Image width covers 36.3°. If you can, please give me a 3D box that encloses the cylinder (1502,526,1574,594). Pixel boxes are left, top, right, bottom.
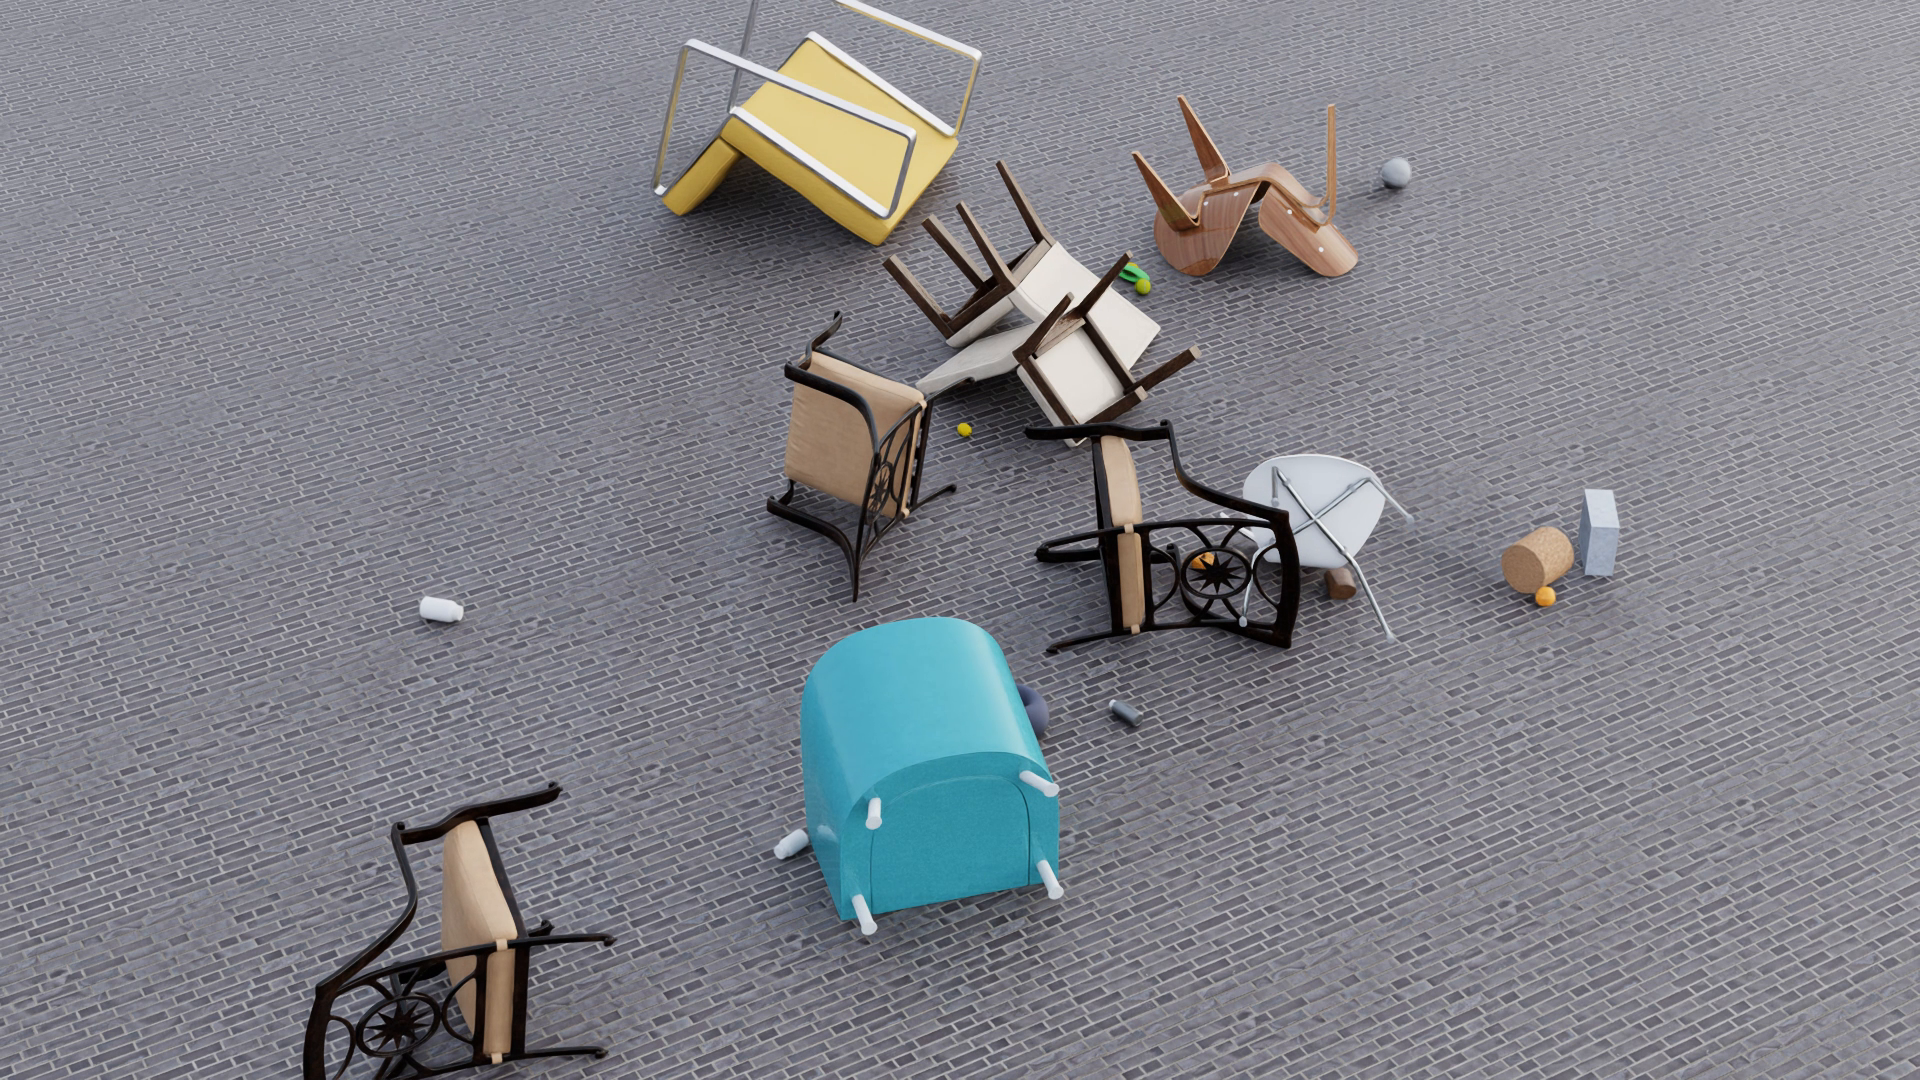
[{"bbox_3d":[2.098,0.072,10.653,0.177,0.199,0.189,-28,70,-36],"label":"cylinder"}]

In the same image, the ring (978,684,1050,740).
[{"bbox_3d":[0.183,0.581,9.948,0.261,0.129,0.192,19,40,30],"label":"ring"}]

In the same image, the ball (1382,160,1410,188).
[{"bbox_3d":[1.988,-1.669,13.359,0.131,0.131,0.131,0,33,0],"label":"ball"}]

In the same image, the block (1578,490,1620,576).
[{"bbox_3d":[2.351,-0.028,10.796,0.102,0.211,0.255,3,33,4],"label":"block"}]

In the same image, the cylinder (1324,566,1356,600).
[{"bbox_3d":[1.380,0.159,10.646,0.100,0.064,0.112,-6,41,2],"label":"cylinder"}]

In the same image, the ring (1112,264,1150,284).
[{"bbox_3d":[0.737,-1.149,12.633,0.180,0.062,0.057,25,29,22],"label":"ring"}]
